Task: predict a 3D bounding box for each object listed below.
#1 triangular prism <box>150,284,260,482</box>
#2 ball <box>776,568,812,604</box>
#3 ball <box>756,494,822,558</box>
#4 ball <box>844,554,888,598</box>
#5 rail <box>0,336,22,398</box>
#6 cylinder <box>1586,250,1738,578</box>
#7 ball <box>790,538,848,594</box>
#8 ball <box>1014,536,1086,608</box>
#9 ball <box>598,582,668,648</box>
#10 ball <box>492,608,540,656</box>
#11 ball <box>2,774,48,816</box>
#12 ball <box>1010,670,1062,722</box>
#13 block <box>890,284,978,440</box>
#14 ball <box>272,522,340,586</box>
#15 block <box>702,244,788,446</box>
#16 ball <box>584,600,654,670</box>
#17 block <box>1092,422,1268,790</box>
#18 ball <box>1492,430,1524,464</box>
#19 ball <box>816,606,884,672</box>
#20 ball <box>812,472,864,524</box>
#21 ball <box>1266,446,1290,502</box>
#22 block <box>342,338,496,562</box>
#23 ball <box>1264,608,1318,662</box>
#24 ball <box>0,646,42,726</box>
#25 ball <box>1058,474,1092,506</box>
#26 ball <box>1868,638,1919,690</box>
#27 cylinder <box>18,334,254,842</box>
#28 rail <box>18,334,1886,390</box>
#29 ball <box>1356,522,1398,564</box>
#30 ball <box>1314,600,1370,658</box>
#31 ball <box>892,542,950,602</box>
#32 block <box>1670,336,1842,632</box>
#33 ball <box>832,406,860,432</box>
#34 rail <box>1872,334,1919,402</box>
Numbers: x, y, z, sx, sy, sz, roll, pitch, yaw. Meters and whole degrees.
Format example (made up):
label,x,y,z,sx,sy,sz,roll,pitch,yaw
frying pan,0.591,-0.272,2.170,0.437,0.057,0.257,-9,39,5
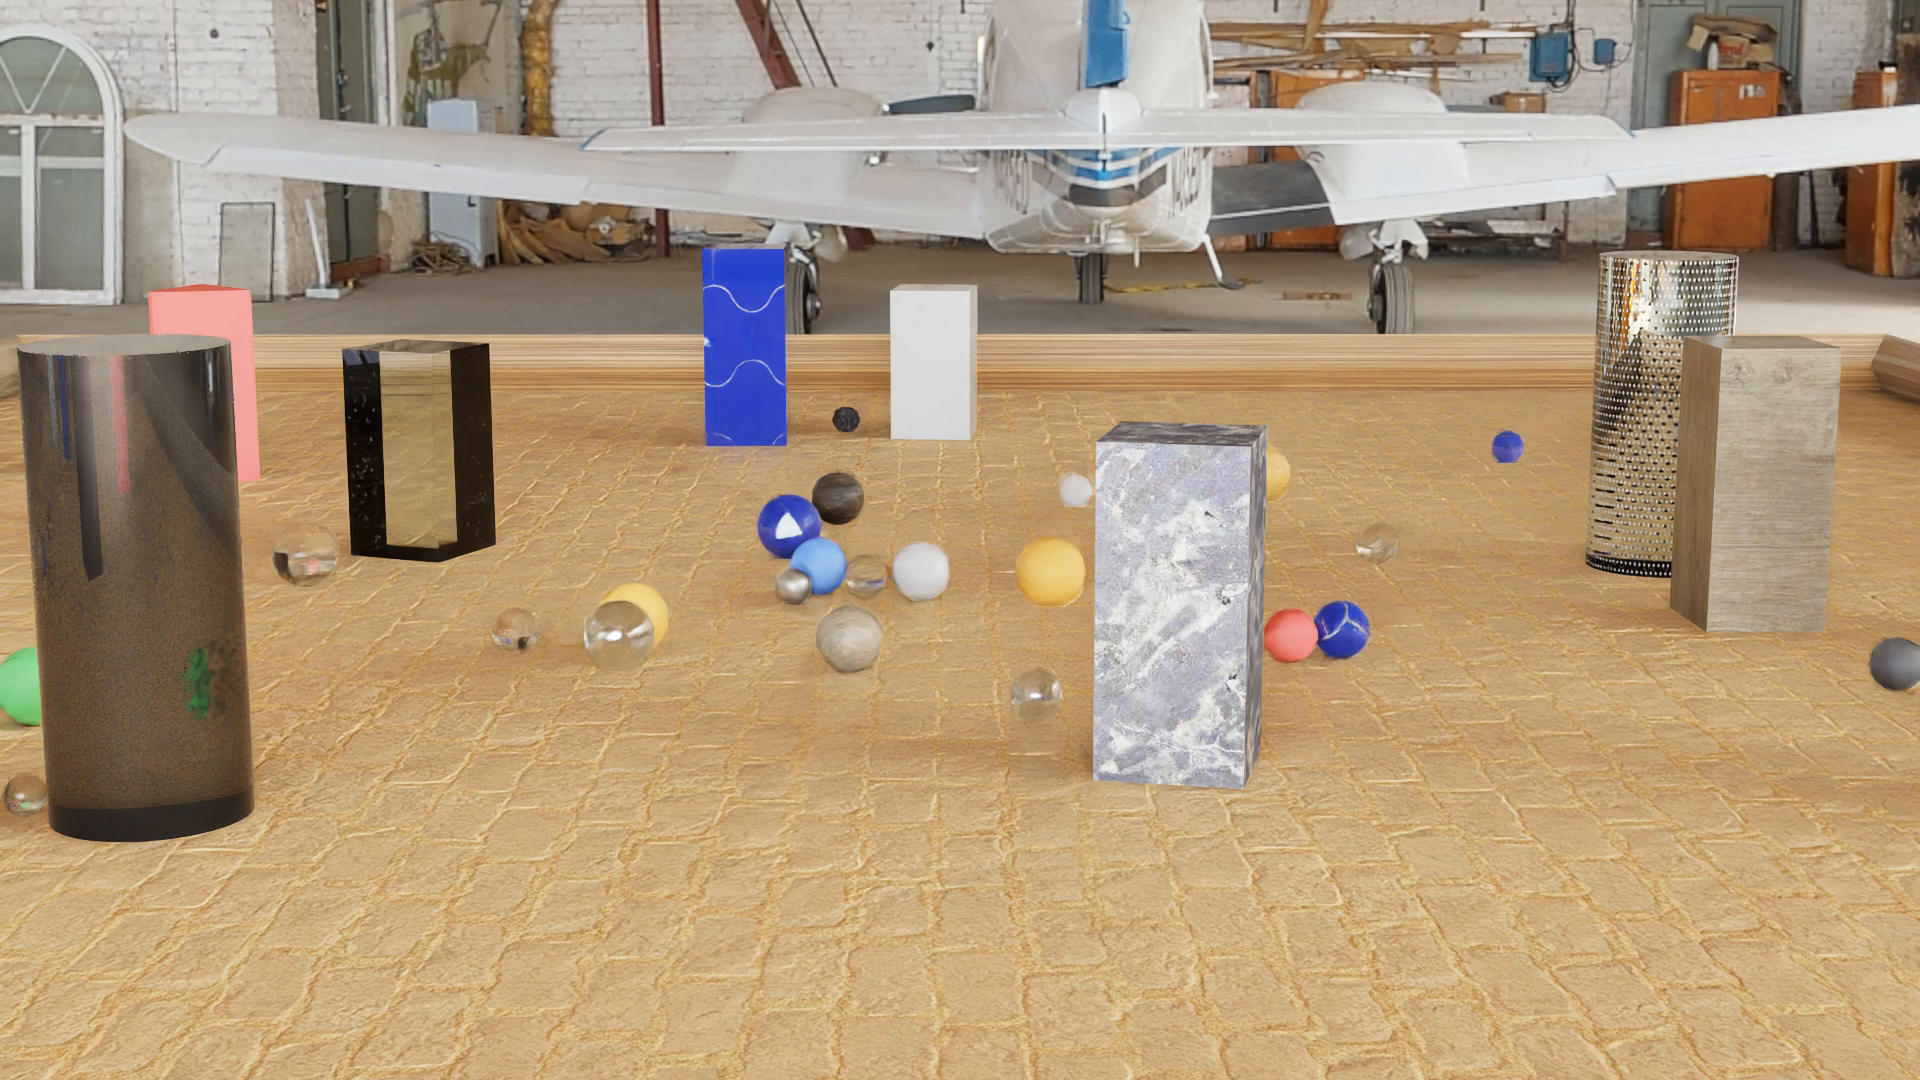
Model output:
label,x,y,z,sx,sy,sz,roll,pitch,yaw
triangular prism,-1.342,-0.280,4.562,0.168,0.337,0.146,-3,11,-15
ball,-0.226,0.063,3.499,0.049,0.049,0.049,0,11,0
ball,-0.254,-0.021,3.819,0.097,0.097,0.097,0,11,0
ball,-0.129,0.049,3.545,0.060,0.060,0.060,0,11,0
rail,-2.076,0.035,3.437,0.045,0.126,4.734,0,11,0
cylinder,1.020,-0.187,3.736,0.194,0.454,0.194,0,11,0
ball,-0.196,0.036,3.562,0.079,0.079,0.079,0,11,0
ball,0.122,0.043,3.480,0.096,0.096,0.096,0,11,0
ball,-0.409,0.097,3.204,0.090,0.090,0.090,0,11,0
ball,-0.553,0.114,3.199,0.059,0.059,0.059,0,11,0
ball,-0.899,0.246,2.467,0.041,0.041,0.041,0,11,0
ball,0.085,0.174,2.877,0.058,0.058,0.058,0,11,0
block,-0.051,-0.355,5.090,0.155,0.291,0.155,1,11,6
ball,-0.923,0.019,3.618,0.092,0.092,0.092,0,11,0
block,-0.416,-0.382,4.993,0.155,0.379,0.155,0,11,-2
ball,-0.414,0.116,3.118,0.086,0.086,0.086,0,11,0
block,0.230,0.064,2.669,0.155,0.352,0.155,2,11,13
ball,1.011,-0.172,4.733,0.061,0.061,0.061,0,11,0
ball,-0.134,0.120,3.108,0.081,0.081,0.081,0,11,0
ball,-0.196,-0.067,4.104,0.085,0.085,0.085,0,11,0
ball,0.506,-0.110,4.305,0.096,0.096,0.096,0,11,0
block,-0.813,-0.137,3.865,0.155,0.310,0.155,4,11,22
ball,0.407,0.117,3.162,0.066,0.066,0.066,0,11,0
ball,-1.028,0.162,2.859,0.089,0.089,0.089,0,11,0
ball,0.192,-0.082,4.268,0.054,0.054,0.054,0,11,0
ball,1.102,0.146,3.017,0.063,0.063,0.063,0,11,0
cylinder,-0.795,0.041,2.485,0.194,0.463,0.194,0,11,0
rail,-0.013,-0.395,5.753,4.199,0.126,0.045,0,11,0
ball,0.615,0.004,3.781,0.062,0.062,0.062,0,11,0
ball,0.473,0.111,3.182,0.072,0.072,0.072,0,11,0
ball,-0.054,0.044,3.518,0.081,0.081,0.081,0,11,0
block,1.044,-0.076,3.376,0.155,0.369,0.155,0,11,-2
ball,-0.228,-0.242,5.130,0.053,0.053,0.053,0,11,0
rail,2.076,0.030,3.461,0.045,0.126,4.734,0,11,0
